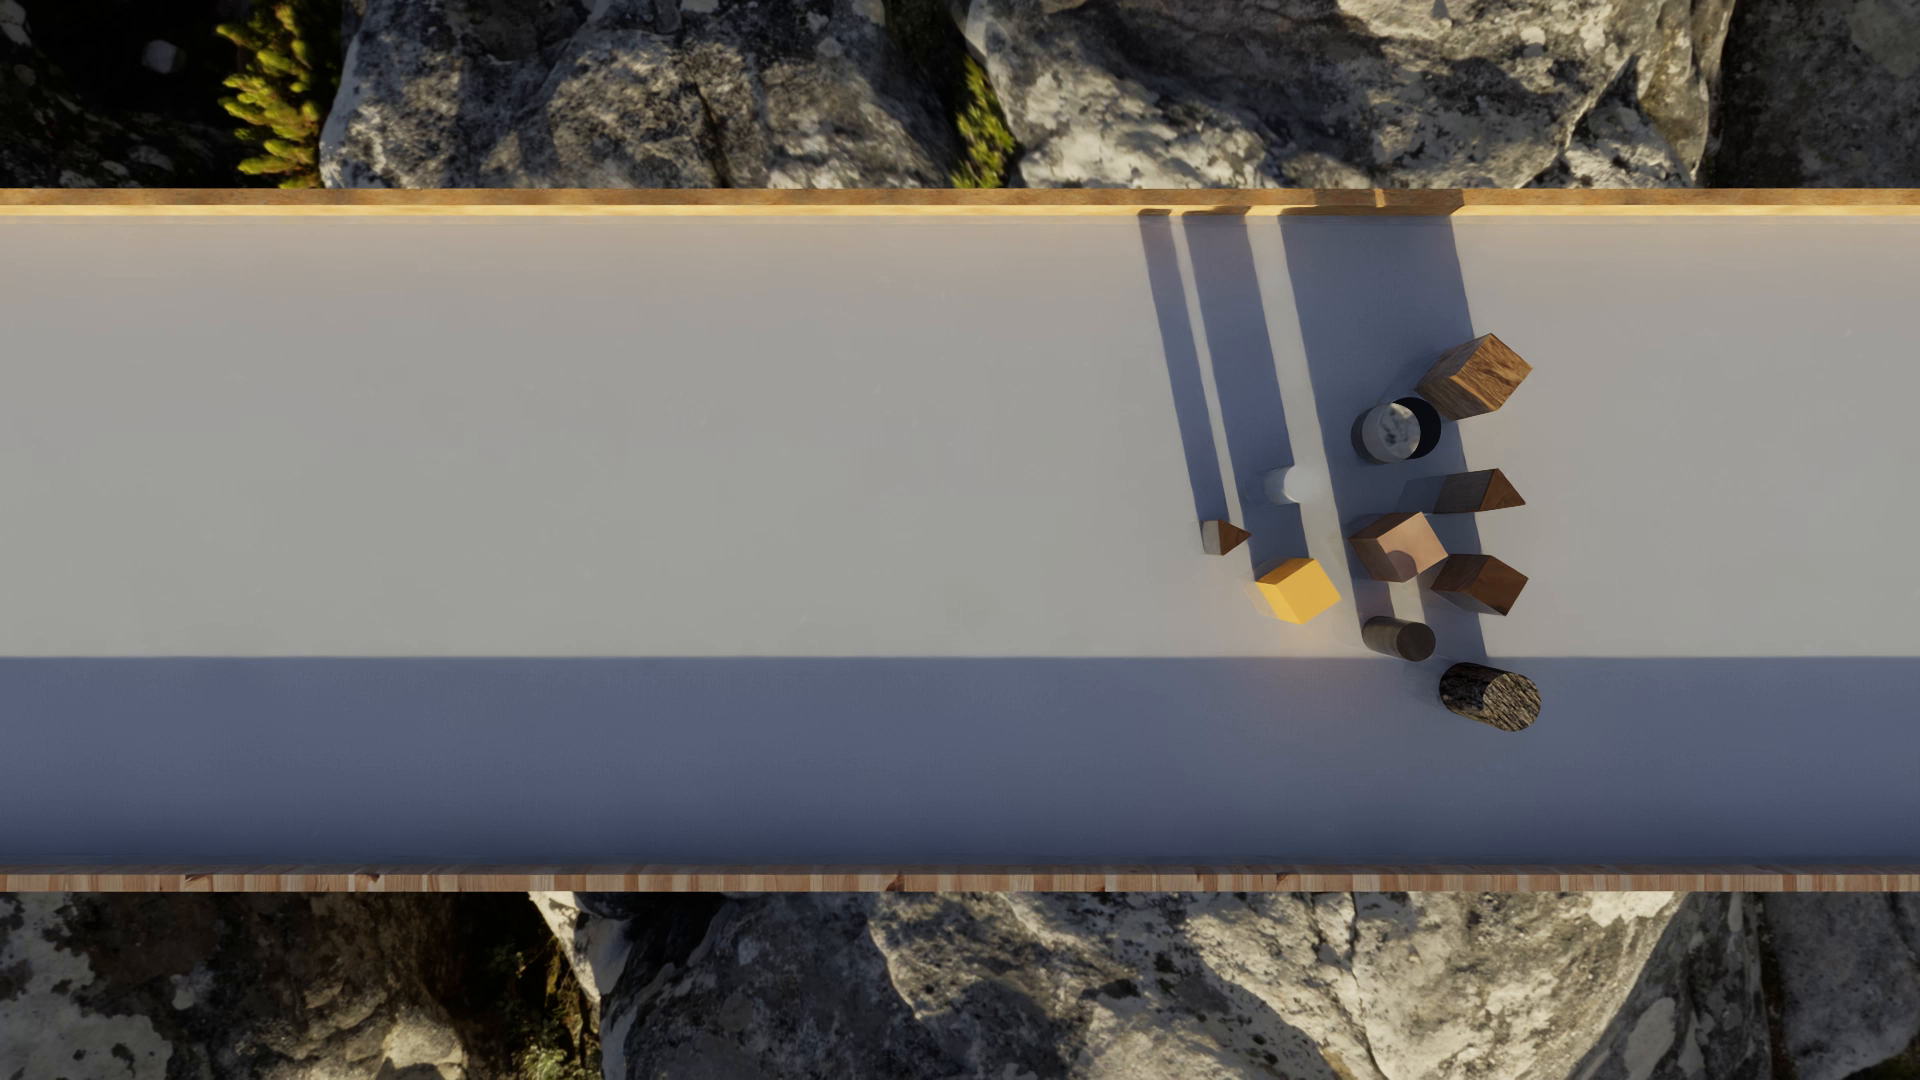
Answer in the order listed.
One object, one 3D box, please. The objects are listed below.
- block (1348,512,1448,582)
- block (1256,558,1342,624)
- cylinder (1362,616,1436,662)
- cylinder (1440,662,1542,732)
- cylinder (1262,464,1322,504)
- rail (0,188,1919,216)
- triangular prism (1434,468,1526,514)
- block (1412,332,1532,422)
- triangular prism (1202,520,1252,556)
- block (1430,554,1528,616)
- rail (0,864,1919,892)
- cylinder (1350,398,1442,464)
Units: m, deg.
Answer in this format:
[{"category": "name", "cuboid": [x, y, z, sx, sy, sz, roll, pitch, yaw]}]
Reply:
[{"category": "block", "cuboid": [1.296, 0.020, 4.900, 0.149, 0.353, 0.149, -31, 90, 0]}, {"category": "block", "cuboid": [1.004, 0.149, 4.912, 0.138, 0.329, 0.138, -33, 90, 0]}, {"category": "cylinder", "cuboid": [1.293, 0.289, 4.876, 0.112, 0.402, 0.112, 0, 90, 0]}, {"category": "cylinder", "cuboid": [1.557, 0.458, 4.865, 0.165, 0.422, 0.165, 0, 90, 0]}, {"category": "cylinder", "cuboid": [0.988, -0.164, 4.911, 0.111, 0.330, 0.111, 0, 90, 0]}, {"category": "rail", "cuboid": [-2.247, -1.025, 5.002, 12.000, 0.150, 0.050, 0, 90, 0]}, {"category": "triangular prism", "cuboid": [1.512, -0.147, 4.847, 0.128, 0.458, 0.111, -9, 90, 0]}, {"category": "block", "cuboid": [1.503, -0.474, 4.856, 0.155, 0.441, 0.155, 40, 90, 0]}, {"category": "triangular prism", "cuboid": [0.773, -0.022, 4.915, 0.104, 0.322, 0.090, -35, 90, 0]}, {"category": "block", "cuboid": [1.534, 0.130, 4.888, 0.128, 0.377, 0.128, 32, 90, 0]}, {"category": "rail", "cuboid": [-2.247, 1.025, 5.001, 12.000, 0.150, 0.050, 0, 90, 0]}, {"category": "cylinder", "cuboid": [1.292, -0.321, 4.904, 0.179, 0.345, 0.179, 0, 90, 0]}]
